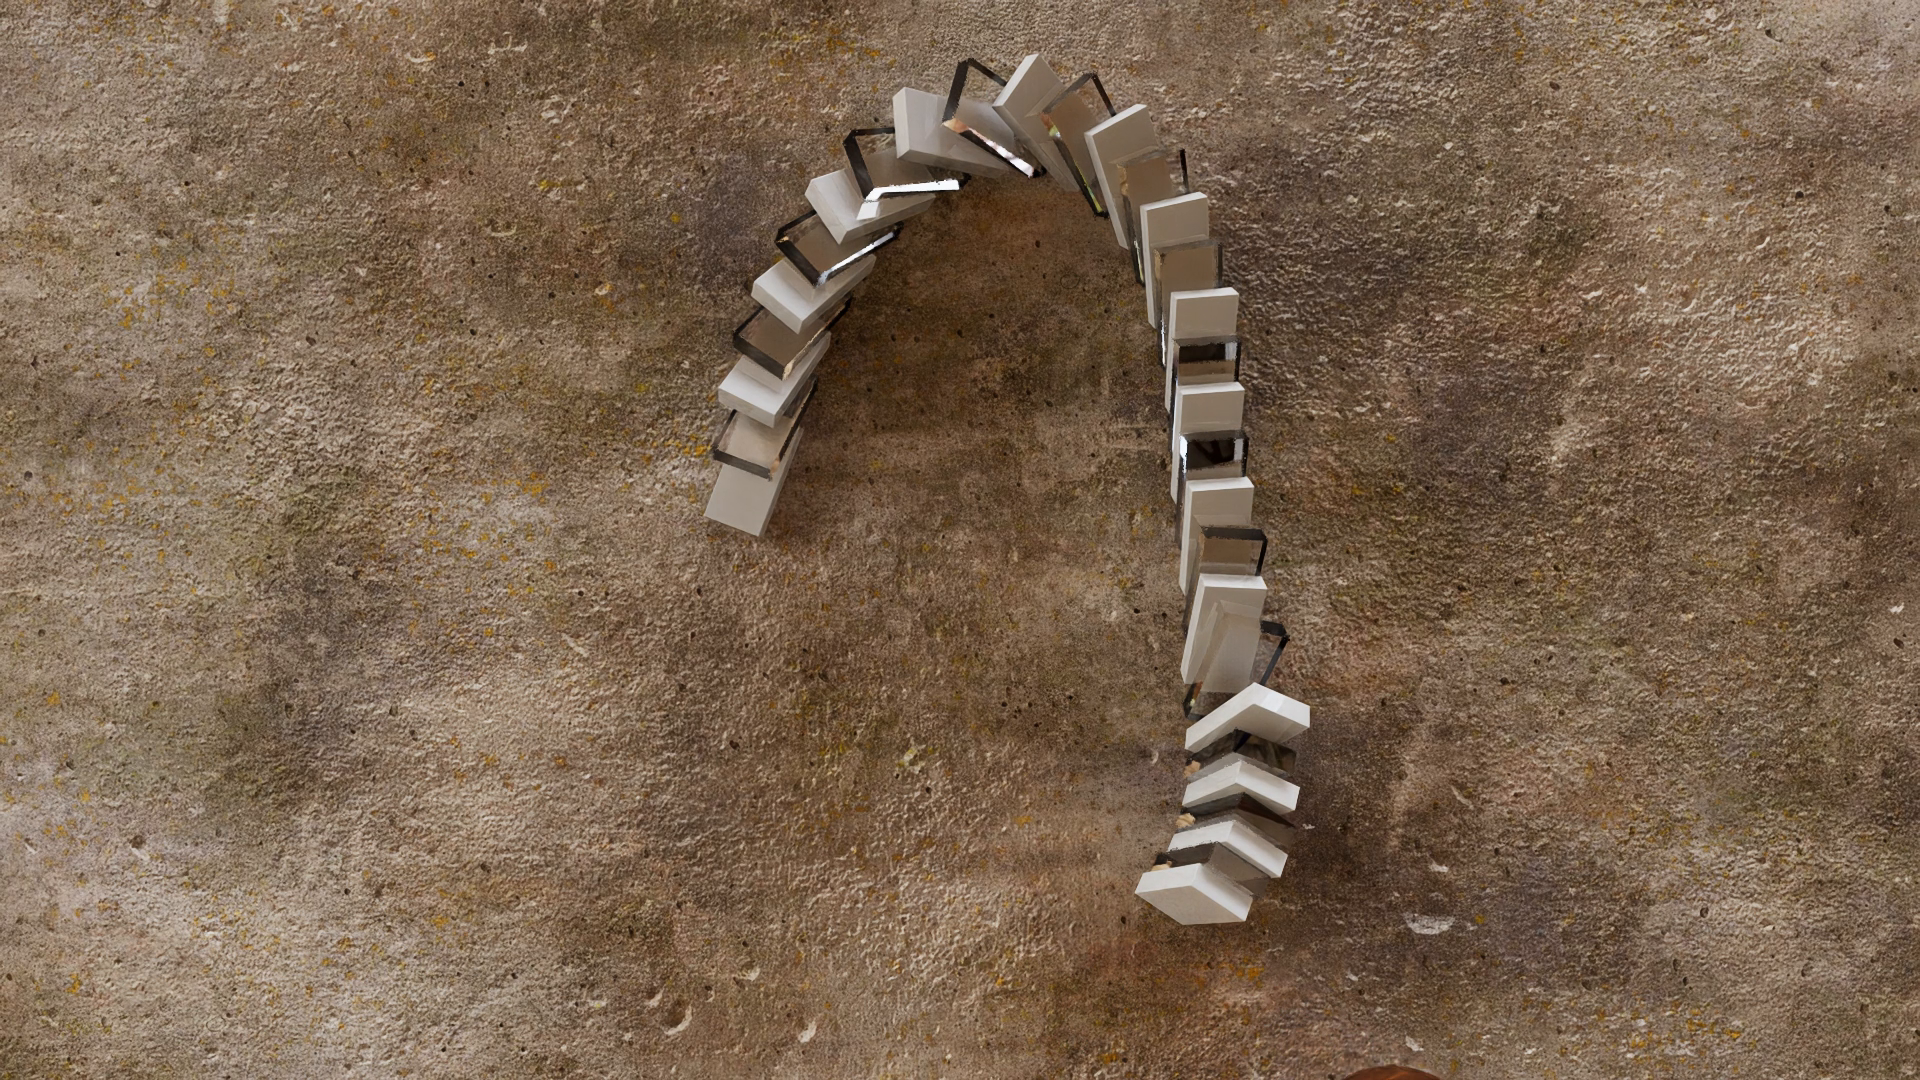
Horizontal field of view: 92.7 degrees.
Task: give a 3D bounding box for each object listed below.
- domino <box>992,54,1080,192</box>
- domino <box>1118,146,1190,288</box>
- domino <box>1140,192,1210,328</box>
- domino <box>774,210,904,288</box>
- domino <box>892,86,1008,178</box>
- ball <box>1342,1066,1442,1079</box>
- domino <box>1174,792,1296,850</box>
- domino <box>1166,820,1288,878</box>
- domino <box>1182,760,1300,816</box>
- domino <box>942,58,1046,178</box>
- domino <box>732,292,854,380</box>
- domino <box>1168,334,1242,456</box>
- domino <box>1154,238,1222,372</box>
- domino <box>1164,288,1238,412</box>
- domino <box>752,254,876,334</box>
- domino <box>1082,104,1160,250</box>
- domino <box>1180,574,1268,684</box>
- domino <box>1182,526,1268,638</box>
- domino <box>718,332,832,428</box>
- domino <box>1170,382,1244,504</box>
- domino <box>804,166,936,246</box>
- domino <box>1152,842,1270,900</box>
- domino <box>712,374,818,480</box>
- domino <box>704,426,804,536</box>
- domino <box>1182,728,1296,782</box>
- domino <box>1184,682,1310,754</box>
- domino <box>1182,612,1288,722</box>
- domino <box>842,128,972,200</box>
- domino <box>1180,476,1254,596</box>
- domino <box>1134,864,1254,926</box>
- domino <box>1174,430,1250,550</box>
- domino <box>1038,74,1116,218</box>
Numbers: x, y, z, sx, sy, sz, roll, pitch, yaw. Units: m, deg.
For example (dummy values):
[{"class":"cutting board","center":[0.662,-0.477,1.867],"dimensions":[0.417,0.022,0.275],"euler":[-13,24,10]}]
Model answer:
[{"class":"domino","center":[0.039,-0.173,0.382],"dimensions":[0.050,0.009,0.025],"euler":[35,90,-35]},{"class":"domino","center":[0.083,-0.134,0.382],"dimensions":[0.025,0.010,0.050],"euler":[-18,123,-1]},{"class":"domino","center":[0.091,-0.116,0.383],"dimensions":[0.025,0.009,0.050],"euler":[-12,122,0]},{"class":"domino","center":[-0.050,-0.128,0.383],"dimensions":[0.025,0.009,0.050],"euler":[48,59,0]},{"class":"domino","center":[-0.003,-0.169,0.382],"dimensions":[0.050,0.009,0.025],"euler":[-4,90,-35]},{"class":"ball","center":[0.178,0.252,0.360],"dimensions":[0.080,0.080,0.080],"euler":[0,90,0]},{"class":"domino","center":[0.112,0.118,0.376],"dimensions":[0.025,0.050,0.010],"euler":[34,61,0]},{"class":"domino","center":[0.108,0.129,0.376],"dimensions":[0.025,0.050,0.009],"euler":[34,61,0]},{"class":"domino","center":[0.114,0.105,0.376],"dimensions":[0.025,0.050,0.009],"euler":[25,62,0]},{"class":"domino","center":[0.018,-0.174,0.381],"dimensions":[0.050,0.010,0.025],"euler":[16,90,-36]},{"class":"domino","center":[-0.069,-0.092,0.383],"dimensions":[0.025,0.010,0.050],"euler":[34,60,0]},{"class":"domino","center":[0.102,-0.059,0.383],"dimensions":[0.025,0.009,0.050],"euler":[-4,121,0]},{"class":"domino","center":[0.096,-0.097,0.383],"dimensions":[0.025,0.009,0.050],"euler":[-10,122,0]},{"class":"domino","center":[0.100,-0.078,0.383],"dimensions":[0.025,0.010,0.050],"euler":[-4,121,0]},{"class":"domino","center":[-0.060,-0.110,0.383],"dimensions":[0.025,0.010,0.050],"euler":[40,60,0]},{"class":"domino","center":[0.072,-0.151,0.382],"dimensions":[0.025,0.009,0.050],"euler":[-28,123,-1]},{"class":"domino","center":[0.110,0.038,0.383],"dimensions":[0.025,0.009,0.050],"euler":[3,120,0]},{"class":"domino","center":[0.110,0.019,0.383],"dimensions":[0.025,0.009,0.050],"euler":[2,120,0]},{"class":"domino","center":[-0.077,-0.073,0.383],"dimensions":[0.025,0.010,0.050],"euler":[26,60,0]},{"class":"domino","center":[0.103,-0.040,0.383],"dimensions":[0.025,0.010,0.050],"euler":[-4,120,0]},{"class":"domino","center":[-0.037,-0.144,0.383],"dimensions":[0.050,0.009,0.025],"euler":[-34,90,-32]},{"class":"domino","center":[0.101,0.137,0.376],"dimensions":[0.025,0.050,0.010],"euler":[34,61,0]},{"class":"domino","center":[-0.081,-0.052,0.385],"dimensions":[0.025,0.010,0.050],"euler":[21,64,0]},{"class":"domino","center":[-0.089,-0.029,0.395],"dimensions":[0.025,0.010,0.050],"euler":[21,90,0]},{"class":"domino","center":[0.114,0.093,0.376],"dimensions":[0.025,0.050,0.009],"euler":[21,62,0]},{"class":"domino","center":[0.117,0.077,0.376],"dimensions":[0.025,0.050,0.009],"euler":[23,52,-7]},{"class":"domino","center":[0.114,0.055,0.382],"dimensions":[0.025,0.010,0.050],"euler":[12,120,-6]},{"class":"domino","center":[-0.021,-0.158,0.382],"dimensions":[0.050,0.009,0.025],"euler":[-21,90,-33]},{"class":"domino","center":[0.107,-0.001,0.384],"dimensions":[0.025,0.010,0.050],"euler":[-4,119,0]},{"class":"domino","center":[0.095,0.146,0.376],"dimensions":[0.025,0.050,0.010],"euler":[34,61,0]},{"class":"domino","center":[0.105,-0.021,0.384],"dimensions":[0.025,0.009,0.050],"euler":[-4,120,0]},{"class":"domino","center":[0.057,-0.164,0.382],"dimensions":[0.025,0.010,0.050],"euler":[-41,124,0]}]
